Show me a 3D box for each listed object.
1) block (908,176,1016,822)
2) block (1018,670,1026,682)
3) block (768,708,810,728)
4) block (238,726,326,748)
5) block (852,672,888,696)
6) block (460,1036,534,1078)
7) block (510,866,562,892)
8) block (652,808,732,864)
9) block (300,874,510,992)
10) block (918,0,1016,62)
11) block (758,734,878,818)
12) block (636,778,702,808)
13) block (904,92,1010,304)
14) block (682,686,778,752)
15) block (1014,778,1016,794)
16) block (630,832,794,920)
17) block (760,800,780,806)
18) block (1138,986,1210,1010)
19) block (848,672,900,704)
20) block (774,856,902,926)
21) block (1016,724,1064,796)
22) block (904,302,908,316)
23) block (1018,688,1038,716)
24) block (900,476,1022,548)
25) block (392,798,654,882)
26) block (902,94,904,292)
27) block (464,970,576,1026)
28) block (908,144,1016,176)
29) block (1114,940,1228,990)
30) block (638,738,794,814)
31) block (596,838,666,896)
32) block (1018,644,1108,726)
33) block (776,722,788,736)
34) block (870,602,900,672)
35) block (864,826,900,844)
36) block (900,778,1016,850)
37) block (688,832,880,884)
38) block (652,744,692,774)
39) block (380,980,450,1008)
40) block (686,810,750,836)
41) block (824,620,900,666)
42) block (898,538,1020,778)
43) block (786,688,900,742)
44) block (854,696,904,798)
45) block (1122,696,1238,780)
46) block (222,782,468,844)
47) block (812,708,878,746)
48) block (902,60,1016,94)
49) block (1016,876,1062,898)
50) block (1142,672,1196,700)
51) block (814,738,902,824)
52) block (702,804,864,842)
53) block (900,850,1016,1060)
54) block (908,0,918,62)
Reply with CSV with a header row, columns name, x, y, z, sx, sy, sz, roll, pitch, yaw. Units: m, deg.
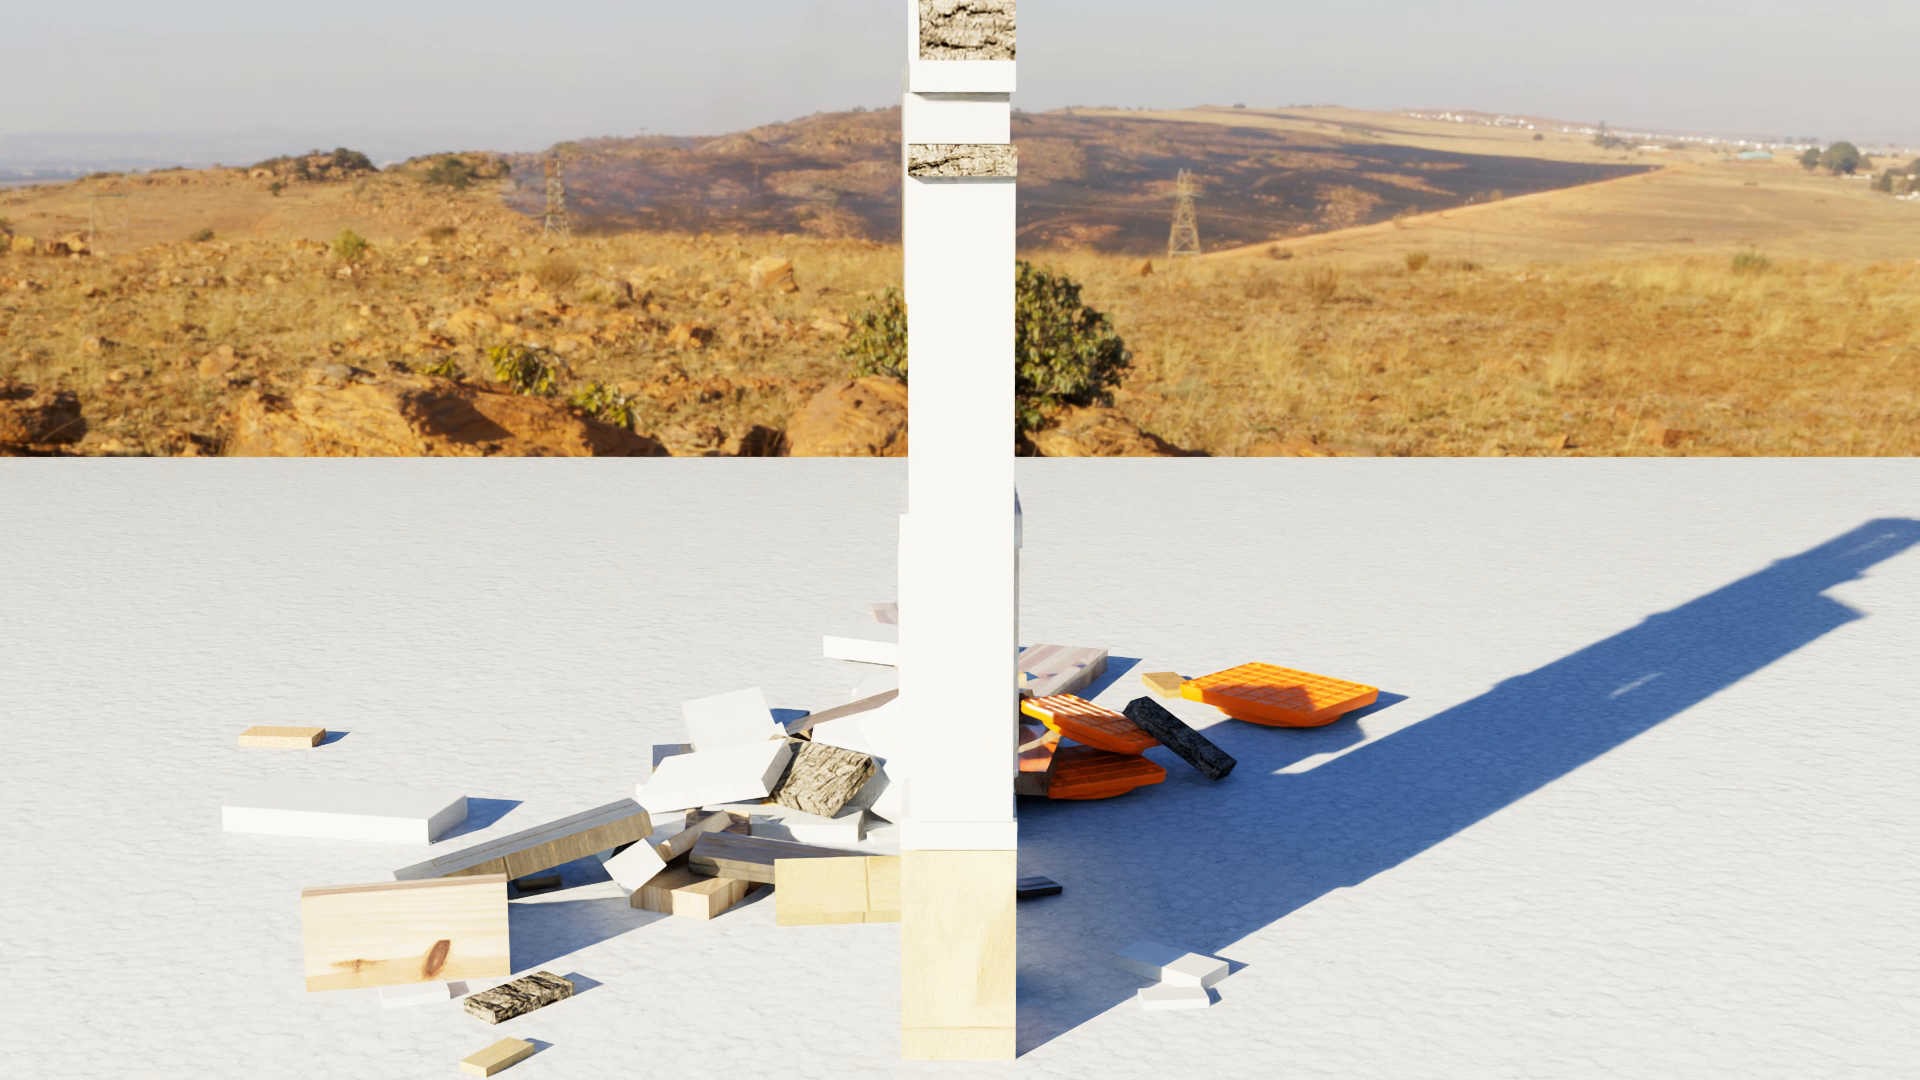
name,x,y,z,sx,sy,sz,roll,pitch,yaw
block,0.002,-0.045,2.844,0.135,0.841,0.038,0,11,0
block,0.079,0.305,4.879,0.122,0.017,0.061,-4,11,-22
block,-0.421,0.402,4.579,0.134,0.038,0.268,3,11,16
block,-1.411,0.410,4.579,0.156,0.022,0.078,1,11,6
block,-0.192,0.331,5.002,0.078,0.022,0.157,1,11,7
block,-0.632,0.706,3.005,0.048,0.014,0.095,6,12,31
block,-0.736,0.564,3.752,0.072,0.021,0.145,-5,12,-25
block,-0.485,0.523,3.759,0.110,0.031,0.221,-31,-4,20
block,-0.826,0.586,3.286,0.295,0.148,0.042,-2,11,-12
block,0.010,-0.785,2.996,0.131,0.262,0.037,-1,11,-4
block,-0.292,0.434,4.069,0.265,0.038,0.133,7,41,44
block,-0.534,0.479,4.204,0.156,0.022,0.078,7,12,32
block,-0.005,-0.472,3.040,0.143,0.285,0.040,-1,14,-5
block,-0.453,0.393,4.405,0.164,0.047,0.329,-11,21,-11
block,0.009,0.364,3.916,0.177,0.355,0.050,-2,11,-13
block,-0.413,0.562,3.703,0.148,0.042,0.295,5,11,23
block,-0.331,0.467,4.108,0.056,0.016,0.112,-6,37,30
block,0.311,0.668,3.210,0.095,0.014,0.048,-1,11,-6
block,-0.163,0.345,4.749,0.134,0.038,0.268,-10,13,12
block,-0.188,0.567,3.559,0.221,0.031,0.110,-1,43,-6
block,0.104,0.419,4.221,0.158,0.045,0.317,1,11,8
block,-0.012,-0.336,3.183,0.122,0.035,0.245,-1,11,-5
block,0.016,0.341,4.492,0.158,0.045,0.317,-16,5,-23
block,0.000,-0.042,3.167,0.167,0.047,0.335,0,11,-1
block,-0.726,0.520,3.656,0.412,0.042,0.148,-16,8,-19
block,-0.012,-0.507,3.222,0.143,0.285,0.040,-1,11,-6
block,-0.641,0.666,3.204,0.072,0.021,0.145,9,14,40
block,0.001,-0.494,2.852,0.135,0.038,0.270,0,11,-1
block,0.318,0.643,3.324,0.157,0.022,0.078,8,13,38
block,-0.455,0.440,4.091,0.265,0.038,0.133,-11,25,23
block,-0.571,0.523,3.714,0.078,0.022,0.439,-39,13,-12
block,0.173,0.322,4.973,0.180,0.051,0.528,4,11,20
block,-0.328,0.415,4.314,0.016,0.113,0.056,-28,14,-4
block,-0.117,0.293,5.209,0.078,0.022,1.275,-1,11,-7
block,-0.121,0.529,3.960,0.092,0.013,0.046,-5,12,-25
block,-0.002,0.362,3.075,0.155,0.044,0.310,0,11,0
block,-0.219,0.548,3.659,0.450,0.031,0.110,7,13,3
block,-0.577,0.441,4.409,0.078,0.022,0.157,-1,11,-8
block,-0.800,0.666,3.225,0.095,0.014,0.048,-4,11,-21
block,-0.434,0.513,3.930,0.112,0.056,0.016,1,-20,3
block,-0.123,0.252,5.227,0.359,0.051,0.180,5,12,27
block,-0.002,0.166,3.092,0.167,0.335,0.047,0,11,-1
block,-0.206,0.363,4.464,0.329,0.047,0.164,-18,6,16
block,-0.080,0.396,4.059,0.133,0.038,0.265,-31,43,-6
block,0.433,0.389,4.327,0.224,0.032,0.112,36,14,18
block,-1.126,0.499,4.031,0.401,0.047,0.164,2,10,12
block,-0.114,0.381,4.251,0.359,0.051,0.180,-15,25,10
block,-0.005,-0.649,3.095,0.143,0.040,0.285,-1,11,-3
block,0.118,0.577,3.654,0.096,0.014,0.048,1,12,-41
block,0.476,0.330,5.007,0.078,0.022,0.156,-3,11,-14
block,-0.178,0.451,4.105,0.268,0.038,0.134,6,51,29
block,-0.326,0.514,3.992,0.293,0.032,0.112,1,11,3
block,-0.002,0.555,3.006,0.155,0.310,0.044,0,11,0
block,-0.009,-0.817,3.168,0.131,0.262,0.037,-1,9,-3
